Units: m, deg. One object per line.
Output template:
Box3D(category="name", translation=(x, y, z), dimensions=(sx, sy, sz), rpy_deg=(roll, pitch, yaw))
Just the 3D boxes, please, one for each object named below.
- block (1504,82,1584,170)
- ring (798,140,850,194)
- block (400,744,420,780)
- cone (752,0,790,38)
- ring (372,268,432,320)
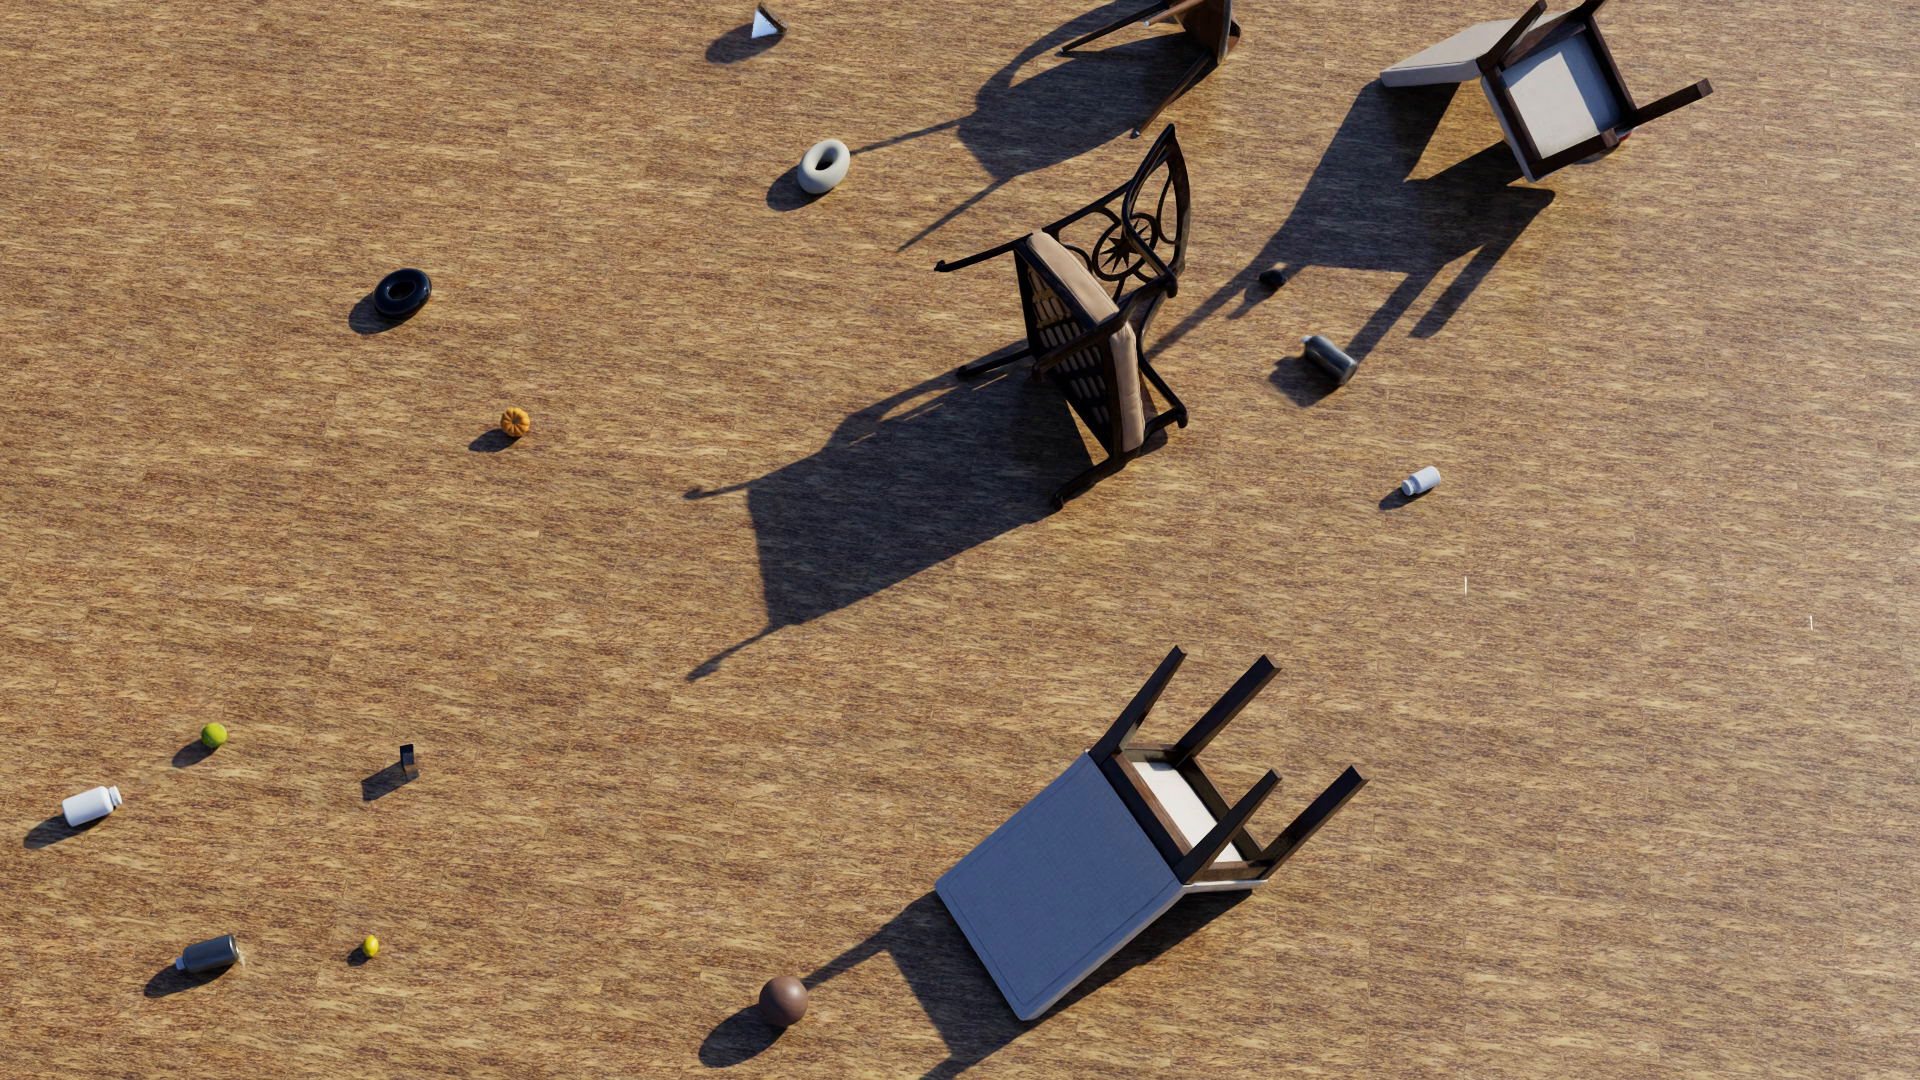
Box3D(category="block", translation=(1.960, -1.393, 7.393), dimensions=(0.157, 0.192, 0.165), rpy_deg=(-28, 60, -17))
Box3D(category="ring", translation=(-0.457, -1.251, 7.366), dimensions=(0.154, 0.081, 0.232), rpy_deg=(24, 58, 14))
Box3D(category="block", translation=(-1.531, 0.616, 6.118), dimensions=(0.037, 0.071, 0.067), rpy_deg=(-10, 57, -7))
Box3D(category="cone", translation=(-0.696, -1.809, 7.749), dimensions=(0.115, 0.154, 0.155), rpy_deg=(-43, 49, 13))
Box3D(category="ring", translation=(-1.792, -0.792, 7.068), dimensions=(0.173, 0.064, 0.208), rpy_deg=(28, 60, 19))
